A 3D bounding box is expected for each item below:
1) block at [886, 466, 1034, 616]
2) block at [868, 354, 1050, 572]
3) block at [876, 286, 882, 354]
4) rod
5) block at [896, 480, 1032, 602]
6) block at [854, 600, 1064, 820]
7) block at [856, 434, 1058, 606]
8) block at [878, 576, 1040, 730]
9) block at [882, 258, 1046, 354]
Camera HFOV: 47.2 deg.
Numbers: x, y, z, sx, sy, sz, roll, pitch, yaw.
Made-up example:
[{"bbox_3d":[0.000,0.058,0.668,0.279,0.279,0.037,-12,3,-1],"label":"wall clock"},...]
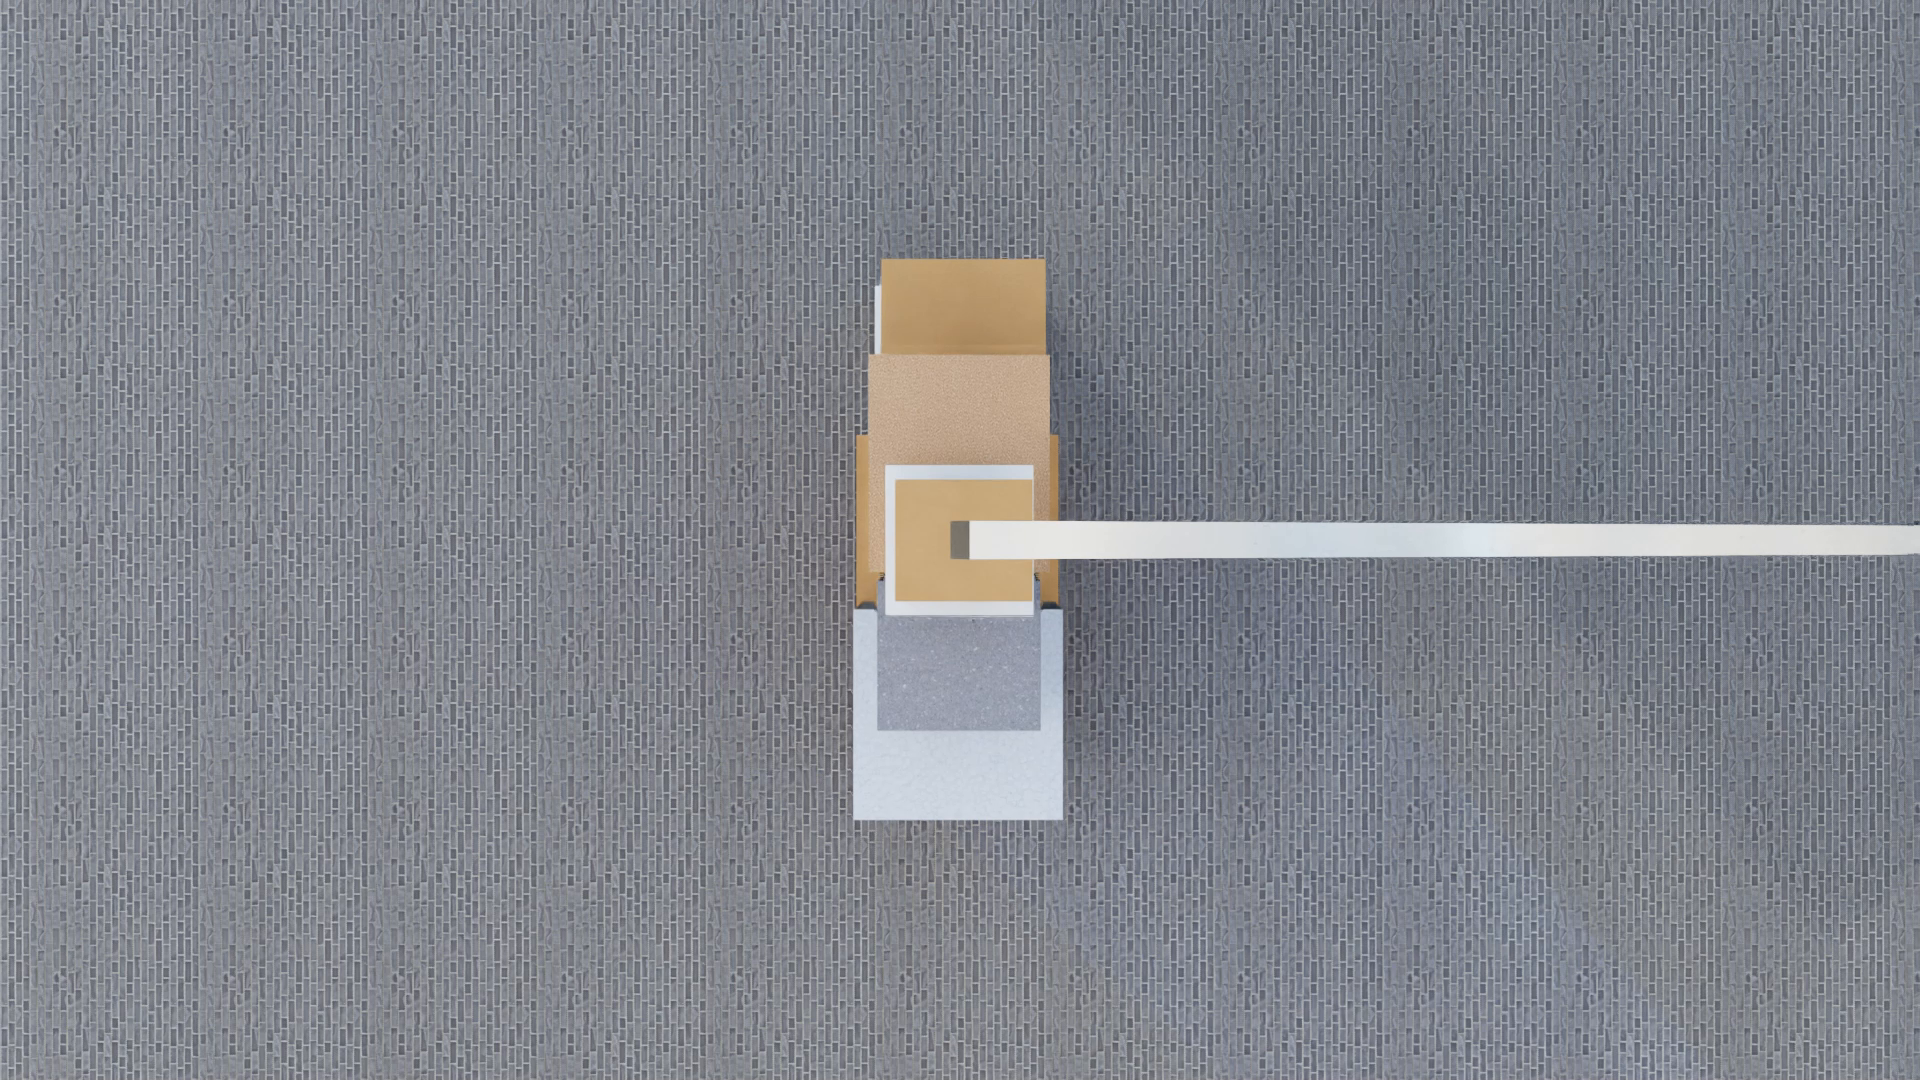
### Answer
[{"bbox_3d":[-0.003,-0.001,9.999,0.648,0.741,0.656,0,90,0],"label":"block"},{"bbox_3d":[-0.003,-0.363,10.799,0.853,0.859,1.027,0,90,0],"label":"block"},{"bbox_3d":[-0.017,-0.996,12.585,0.907,0.830,0.820,0,90,0],"label":"block"},{"bbox_3d":[2.234,0.000,5.939,5.200,0.080,0.080,0,90,-31],"label":"rod"},{"bbox_3d":[0.016,0.001,9.321,0.564,0.615,0.500,0,90,0],"label":"block"},{"bbox_3d":[-0.009,0.869,11.540,1.050,1.032,1.058,0,91,0],"label":"block"},{"bbox_3d":[-0.015,0.016,12.526,1.106,0.947,1.183,0,90,0],"label":"block"},{"bbox_3d":[-0.004,0.543,10.700,0.773,0.639,0.709,0,91,0],"label":"block"},{"bbox_3d":[0.017,-0.963,11.669,0.842,0.820,0.907,0,86,0],"label":"block"}]
